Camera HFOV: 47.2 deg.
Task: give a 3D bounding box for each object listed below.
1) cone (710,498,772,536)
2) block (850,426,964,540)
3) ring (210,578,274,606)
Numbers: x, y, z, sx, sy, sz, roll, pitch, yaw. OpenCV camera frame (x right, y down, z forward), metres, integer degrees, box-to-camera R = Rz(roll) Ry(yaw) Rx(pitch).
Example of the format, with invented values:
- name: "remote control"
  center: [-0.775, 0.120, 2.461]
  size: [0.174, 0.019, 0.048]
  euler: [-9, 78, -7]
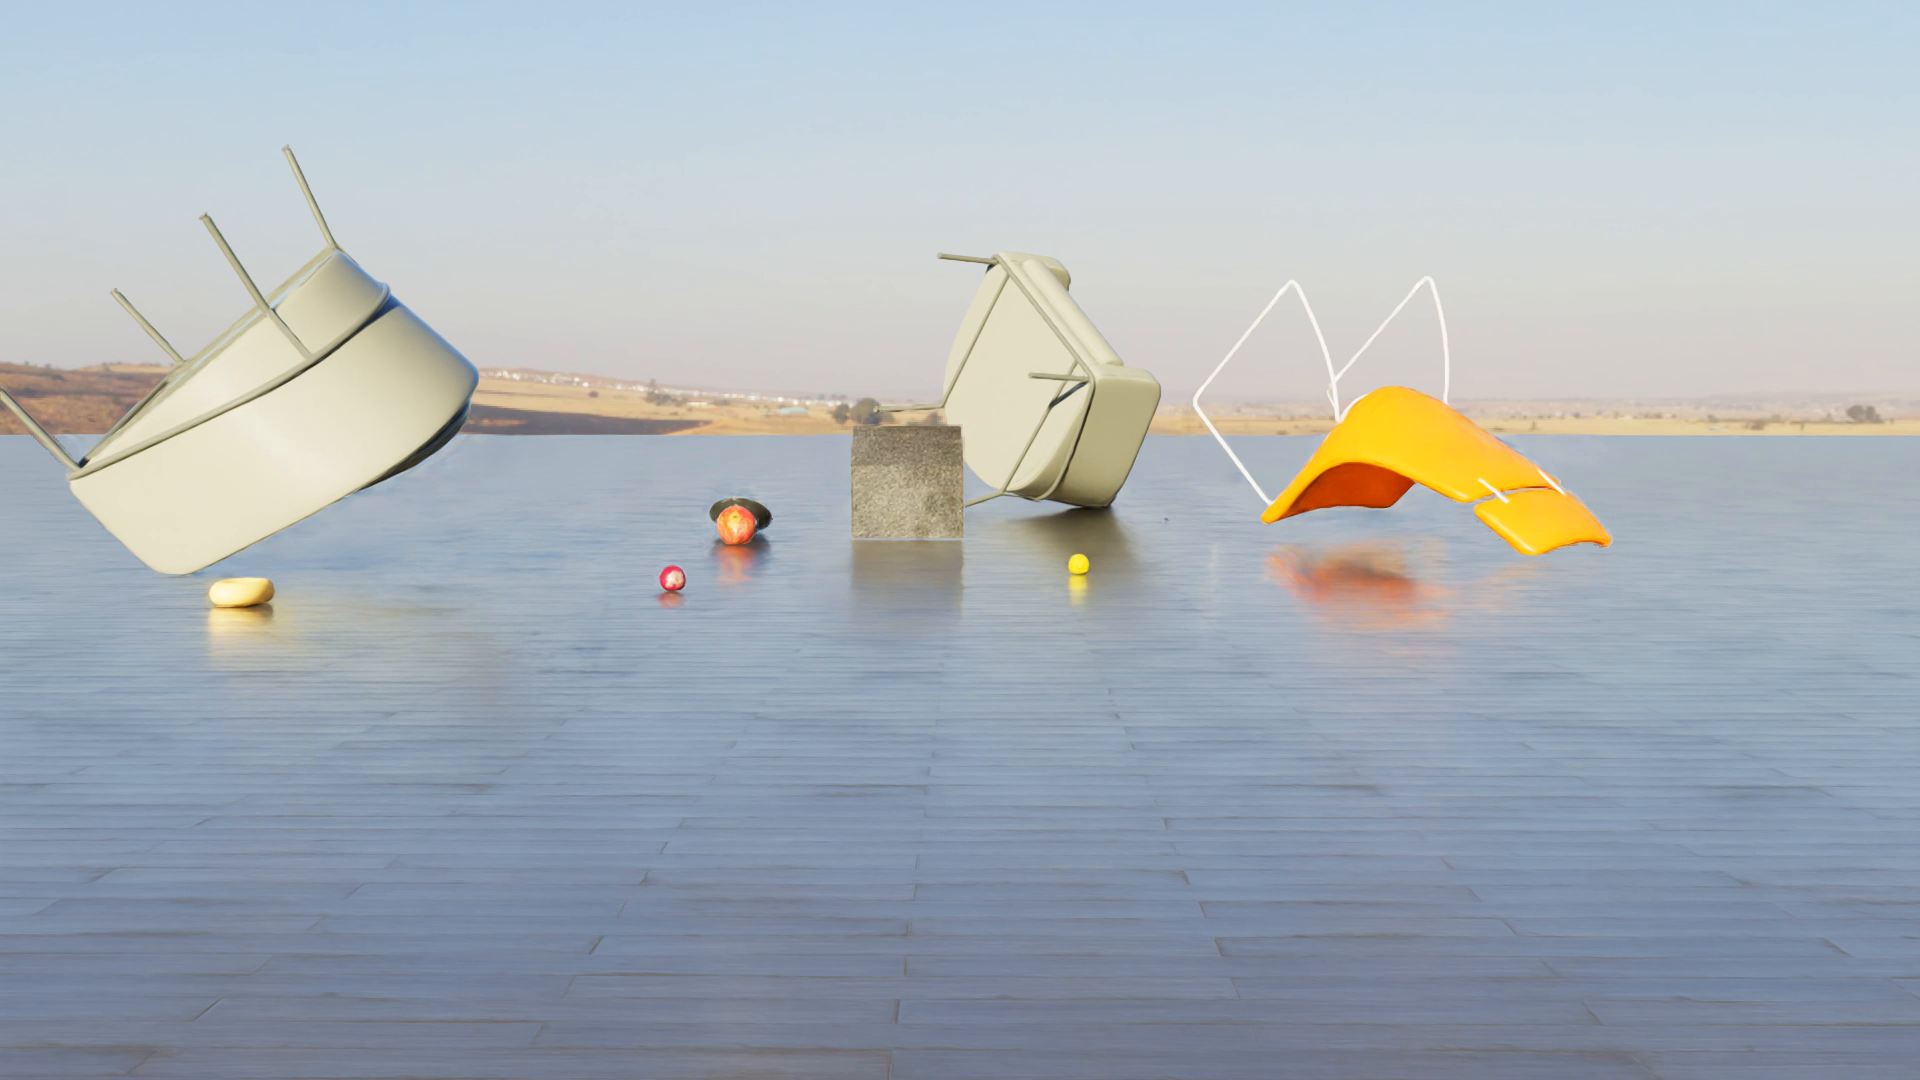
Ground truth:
- name: "cone"
  center: [-0.677, -0.043, 6.747]
  size: [0.190, 0.074, 0.194]
  euler: [2, -33, 1]
- name: "block"
  center: [-0.160, -0.179, 6.693]
  size: [0.334, 0.231, 0.353]
  euler: [0, 23, -1]
- name: "ring"
  center: [-1.501, 0.109, 4.601]
  size: [0.112, 0.049, 0.196]
  euler: [2, 4, 6]
